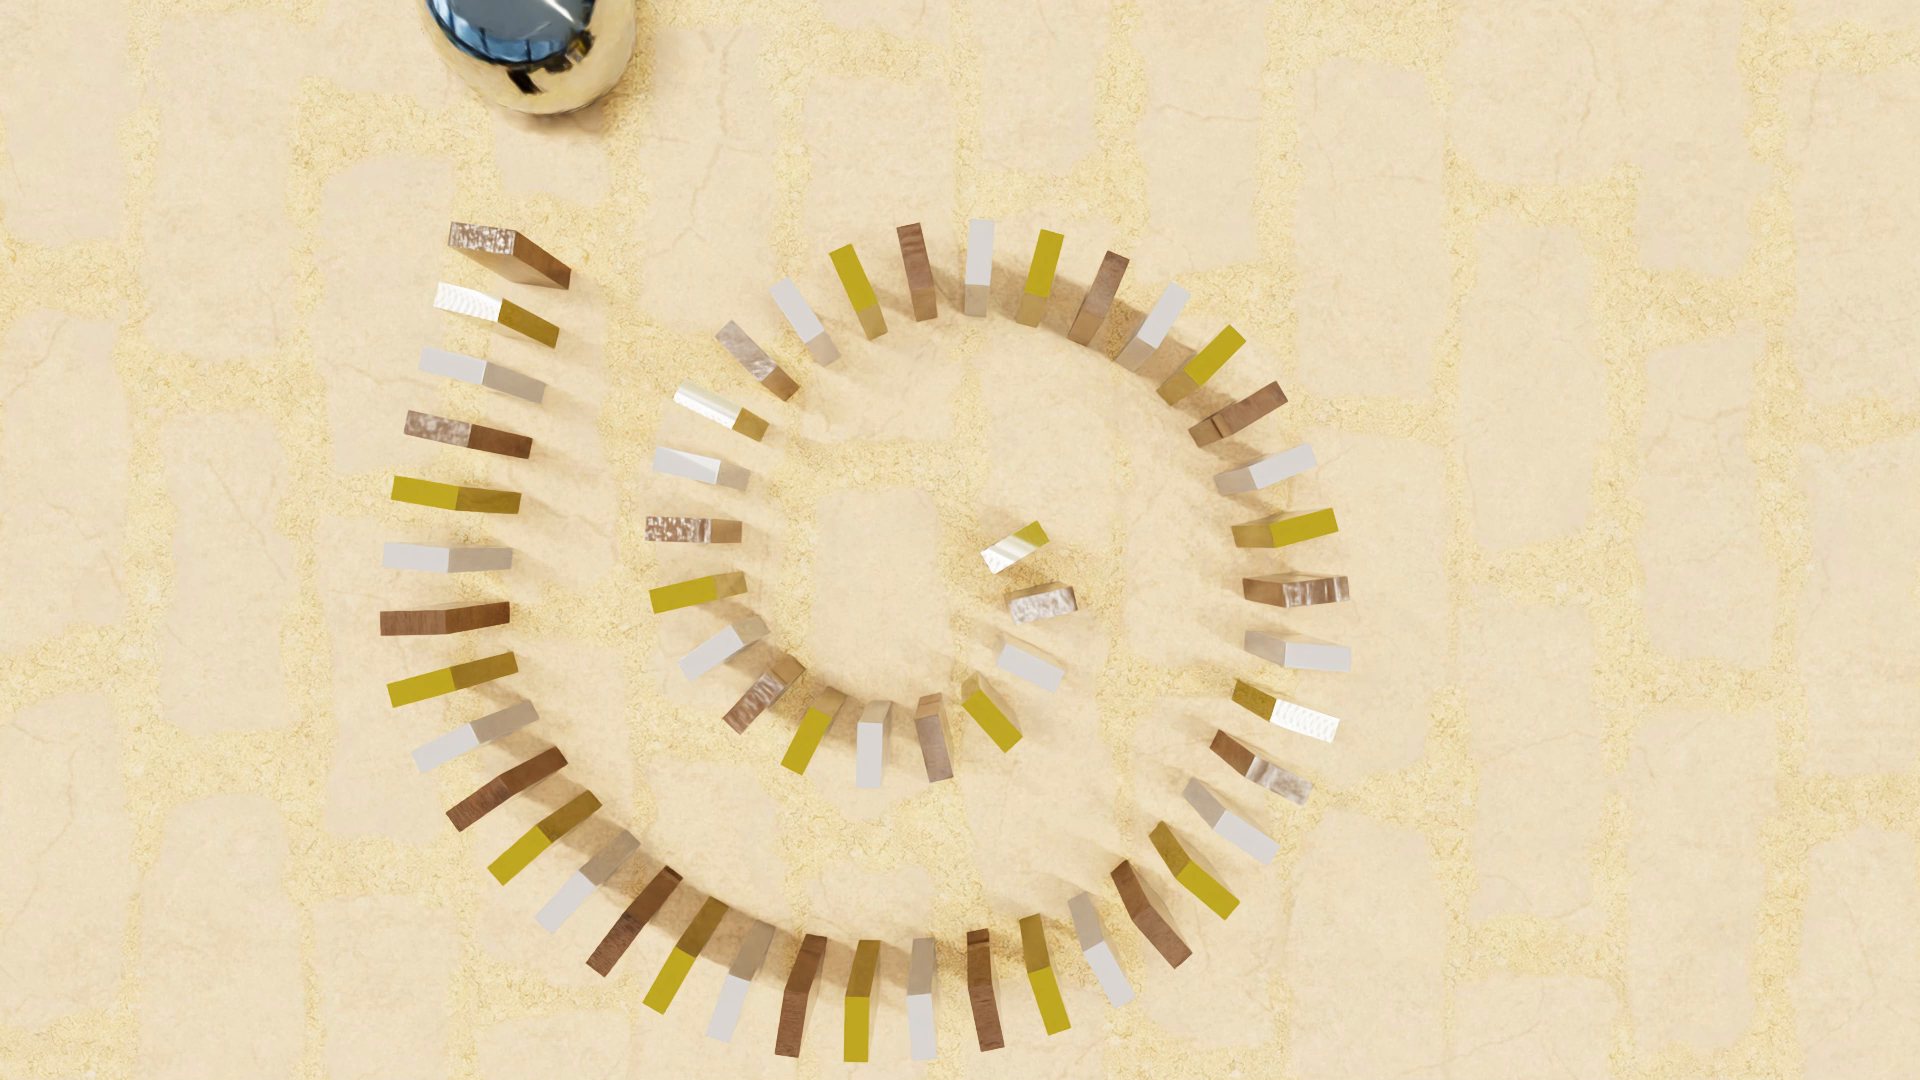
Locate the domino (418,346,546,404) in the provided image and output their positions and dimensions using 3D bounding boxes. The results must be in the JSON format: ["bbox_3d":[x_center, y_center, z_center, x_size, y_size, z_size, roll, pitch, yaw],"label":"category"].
[{"bbox_3d":[-0.194,-0.067,0.375,0.025,0.050,0.009,14,90,0],"label":"domino"}]

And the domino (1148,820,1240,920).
[{"bbox_3d":[0.095,0.134,0.375,0.025,0.050,0.009,40,90,0],"label":"domino"}]

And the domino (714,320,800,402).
[{"bbox_3d":[-0.082,-0.072,0.375,0.009,0.050,0.025,-45,90,0],"label":"domino"}]

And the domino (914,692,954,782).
[{"bbox_3d":[-0.010,0.080,0.375,0.010,0.050,0.025,-14,90,0],"label":"domino"}]

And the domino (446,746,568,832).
[{"bbox_3d":[-0.184,0.101,0.375,0.025,0.050,0.009,-35,90,0],"label":"domino"}]

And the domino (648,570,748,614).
[{"bbox_3d":[-0.106,0.021,0.375,0.025,0.050,0.009,-13,90,0],"label":"domino"}]

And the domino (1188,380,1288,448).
[{"bbox_3d":[0.112,-0.051,0.375,0.025,0.050,0.009,-31,90,0],"label":"domino"}]

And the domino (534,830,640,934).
[{"bbox_3d":[-0.151,0.138,0.375,0.010,0.050,0.025,43,90,0],"label":"domino"}]

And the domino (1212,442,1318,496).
[{"bbox_3d":[0.124,-0.028,0.375,0.025,0.050,0.010,-22,90,0],"label":"domino"}]

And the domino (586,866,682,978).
[{"bbox_3d":[-0.132,0.155,0.375,0.010,0.050,0.025,37,90,0],"label":"domino"}]

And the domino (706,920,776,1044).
[{"bbox_3d":[-0.089,0.179,0.375,0.009,0.050,0.025,19,90,0],"label":"domino"}]

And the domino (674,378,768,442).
[{"bbox_3d":[-0.096,-0.052,0.375,0.025,0.050,0.009,26,90,0],"label":"domino"}]

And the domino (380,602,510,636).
[{"bbox_3d":[-0.209,0.032,0.375,0.025,0.050,0.009,-1,90,0],"label":"domino"}]

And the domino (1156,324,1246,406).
[{"bbox_3d":[0.097,-0.071,0.375,0.025,0.050,0.009,-45,90,0],"label":"domino"}]

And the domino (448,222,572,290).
[{"bbox_3d":[-0.183,-0.115,0.375,0.025,0.050,0.010,8,90,0],"label":"domino"}]

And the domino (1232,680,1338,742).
[{"bbox_3d":[0.132,0.069,0.375,0.025,0.050,0.010,18,90,0],"label":"domino"}]

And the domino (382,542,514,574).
[{"bbox_3d":[-0.208,0.007,0.375,0.025,0.050,0.010,6,90,0],"label":"domino"}]

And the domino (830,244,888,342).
[{"bbox_3d":[-0.041,-0.100,0.375,0.009,0.050,0.025,-25,90,0],"label":"domino"}]

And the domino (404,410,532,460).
[{"bbox_3d":[-0.200,-0.042,0.375,0.025,0.050,0.009,12,90,0],"label":"domino"}]

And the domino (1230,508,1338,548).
[{"bbox_3d":[0.131,-0.005,0.375,0.025,0.050,0.010,-15,90,0],"label":"domino"}]

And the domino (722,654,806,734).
[{"bbox_3d":[-0.079,0.062,0.375,0.010,0.050,0.025,43,90,0],"label":"domino"}]

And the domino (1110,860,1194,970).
[{"bbox_3d":[0.077,0.152,0.375,0.010,0.050,0.025,-41,90,0],"label":"domino"}]

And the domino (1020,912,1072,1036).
[{"bbox_3d":[0.034,0.176,0.375,0.009,0.050,0.025,-19,90,0],"label":"domino"}]

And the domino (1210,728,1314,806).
[{"bbox_3d":[0.122,0.092,0.375,0.025,0.050,0.010,26,90,0],"label":"domino"}]

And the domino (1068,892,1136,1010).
[{"bbox_3d":[0.057,0.166,0.375,0.010,0.050,0.025,-29,90,0],"label":"domino"}]

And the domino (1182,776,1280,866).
[{"bbox_3d":[0.110,0.114,0.375,0.025,0.050,0.009,33,90,0],"label":"domino"}]

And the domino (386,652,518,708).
[{"bbox_3d":[-0.206,0.056,0.375,0.025,0.050,0.009,-15,90,0],"label":"domino"}]

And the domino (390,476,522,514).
[{"bbox_3d":[-0.204,-0.018,0.375,0.025,0.050,0.010,10,90,0],"label":"domino"}]

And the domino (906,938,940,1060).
[{"bbox_3d":[-0.015,0.186,0.375,0.009,0.050,0.025,-5,90,0],"label":"domino"}]

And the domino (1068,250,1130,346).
[{"bbox_3d":[0.056,-0.098,0.375,0.010,0.050,0.025,23,90,0],"label":"domino"}]

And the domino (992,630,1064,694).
[{"bbox_3d":[0.027,0.049,0.375,0.025,0.050,0.010,26,90,0],"label":"domino"}]

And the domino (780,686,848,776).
[{"bbox_3d":[-0.059,0.077,0.375,0.009,0.050,0.025,27,90,0],"label":"domino"}]

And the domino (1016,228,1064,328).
[{"bbox_3d":[0.032,-0.106,0.375,0.010,0.050,0.025,15,90,0],"label":"domino"}]

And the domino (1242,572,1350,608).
[{"bbox_3d":[0.136,0.020,0.375,0.025,0.050,0.009,-7,90,0],"label":"domino"}]

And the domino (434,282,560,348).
[{"bbox_3d":[-0.188,-0.091,0.375,0.025,0.050,0.009,14,90,0],"label":"domino"}]

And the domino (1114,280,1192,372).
[{"bbox_3d":[0.078,-0.086,0.375,0.009,0.050,0.025,32,90,0],"label":"domino"}]

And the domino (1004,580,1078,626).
[{"bbox_3d":[0.032,0.025,0.375,0.025,0.050,0.009,-13,90,0],"label":"domino"}]

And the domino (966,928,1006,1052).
[{"bbox_3d":[0.010,0.183,0.375,0.009,0.050,0.025,-11,90,0],"label":"domino"}]

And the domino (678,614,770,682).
[{"bbox_3d":[-0.095,0.043,0.375,0.025,0.050,0.009,-34,90,0],"label":"domino"}]

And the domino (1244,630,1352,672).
[{"bbox_3d":[0.137,0.045,0.375,0.025,0.050,0.009,5,90,0],"label":"domino"}]

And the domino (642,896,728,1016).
[{"bbox_3d":[-0.111,0.168,0.375,0.010,0.050,0.025,30,90,0],"label":"domino"}]

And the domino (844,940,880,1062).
[{"bbox_3d":[-0.040,0.187,0.375,0.009,0.050,0.025,1,90,0],"label":"domino"}]

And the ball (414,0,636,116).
[{"bbox_3d":[-0.169,-0.211,0.360,0.080,0.080,0.080,0,90,0],"label":"ball"}]

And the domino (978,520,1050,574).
[{"bbox_3d":[0.021,0.003,0.375,0.025,0.050,0.010,-30,90,0],"label":"domino"}]

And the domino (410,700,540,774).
[{"bbox_3d":[-0.197,0.080,0.375,0.025,0.050,0.009,-27,90,0],"label":"domino"}]

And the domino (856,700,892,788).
[{"bbox_3d":[-0.035,0.082,0.375,0.010,0.050,0.025,2,90,0],"label":"domino"}]

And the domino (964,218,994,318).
[{"bbox_3d":[0.008,-0.110,0.375,0.009,0.050,0.025,4,90,0],"label":"domino"}]

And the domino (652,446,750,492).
[{"bbox_3d":[-0.105,-0.029,0.375,0.025,0.050,0.010,13,90,0],"label":"domino"}]

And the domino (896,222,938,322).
[{"bbox_3d":[-0.017,-0.108,0.375,0.009,0.050,0.025,-13,90,0],"label":"domino"}]

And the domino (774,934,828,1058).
[{"bbox_3d":[-0.064,0.185,0.375,0.010,0.050,0.025,9,90,0],"label":"domino"}]

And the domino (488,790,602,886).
[{"bbox_3d":[-0.168,0.121,0.375,0.025,0.050,0.010,-41,90,0],"label":"domino"}]

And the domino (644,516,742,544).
[{"bbox_3d":[-0.108,-0.004,0.375,0.025,0.050,0.010,2,90,0],"label":"domino"}]

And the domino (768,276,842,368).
[{"bbox_3d":[-0.062,-0.088,0.375,0.009,0.050,0.025,-34,90,0],"label":"domino"}]

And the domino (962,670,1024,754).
[{"bbox_3d":[0.012,0.069,0.375,0.009,0.050,0.025,-42,90,0],"label":"domino"}]
